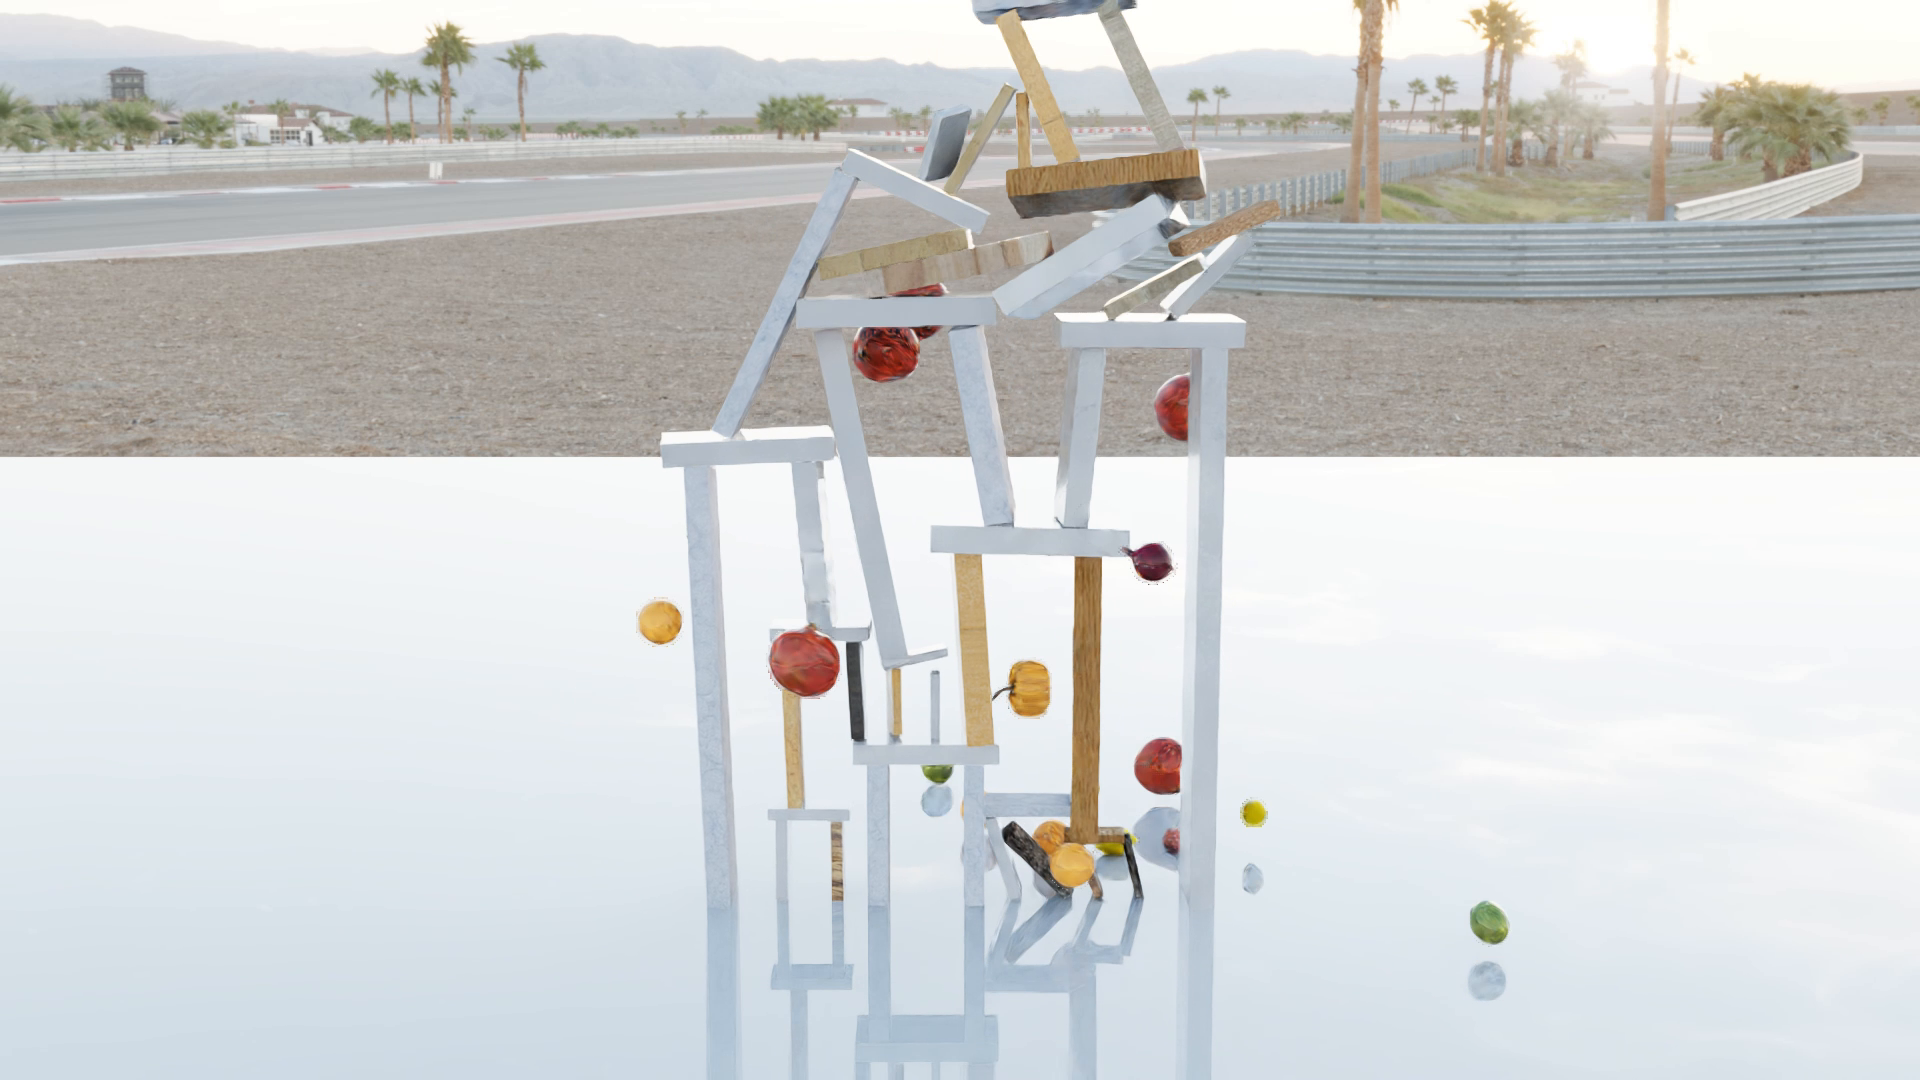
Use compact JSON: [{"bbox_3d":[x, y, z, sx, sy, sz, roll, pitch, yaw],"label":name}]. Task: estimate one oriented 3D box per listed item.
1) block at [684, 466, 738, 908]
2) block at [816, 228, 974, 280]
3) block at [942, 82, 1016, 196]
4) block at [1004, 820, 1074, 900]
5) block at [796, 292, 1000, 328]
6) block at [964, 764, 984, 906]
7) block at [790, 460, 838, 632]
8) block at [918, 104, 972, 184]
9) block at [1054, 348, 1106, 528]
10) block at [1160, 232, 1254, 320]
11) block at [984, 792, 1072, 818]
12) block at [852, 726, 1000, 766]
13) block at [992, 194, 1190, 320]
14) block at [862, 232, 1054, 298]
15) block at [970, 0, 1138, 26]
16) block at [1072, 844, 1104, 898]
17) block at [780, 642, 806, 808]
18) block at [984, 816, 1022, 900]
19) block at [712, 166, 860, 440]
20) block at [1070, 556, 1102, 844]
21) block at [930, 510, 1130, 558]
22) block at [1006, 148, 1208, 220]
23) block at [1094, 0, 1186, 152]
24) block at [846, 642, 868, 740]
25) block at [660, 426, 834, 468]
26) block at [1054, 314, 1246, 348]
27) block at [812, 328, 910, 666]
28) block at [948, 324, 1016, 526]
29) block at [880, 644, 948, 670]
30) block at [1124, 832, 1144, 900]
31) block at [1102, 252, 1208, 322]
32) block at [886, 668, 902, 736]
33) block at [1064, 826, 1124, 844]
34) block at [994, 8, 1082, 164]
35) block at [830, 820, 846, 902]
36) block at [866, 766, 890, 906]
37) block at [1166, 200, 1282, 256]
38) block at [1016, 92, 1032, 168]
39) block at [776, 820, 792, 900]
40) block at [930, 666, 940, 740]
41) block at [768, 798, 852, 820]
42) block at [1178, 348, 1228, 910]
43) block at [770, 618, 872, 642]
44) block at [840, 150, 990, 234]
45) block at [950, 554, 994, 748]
[{"bbox_3d":[-0.407,0.231,3.601,0.039,0.729,0.136,-2,10,-1],"label":"block"},{"bbox_3d":[-0.101,-0.454,3.478,0.237,0.034,0.118,-11,8,6],"label":"block"},{"bbox_3d":[0.031,-0.623,3.425,0.018,0.191,0.062,31,11,0],"label":"block"},{"bbox_3d":[0.131,0.533,3.664,0.142,0.020,0.071,45,9,-6],"label":"block"},{"bbox_3d":[-0.095,-0.366,3.501,0.311,0.044,0.156,-1,8,4],"label":"block"},{"bbox_3d":[0.023,0.472,3.647,0.034,0.238,0.119,0,10,0],"label":"block"},{"bbox_3d":[-0.235,0.002,3.574,0.039,0.273,0.136,-5,8,2],"label":"block"},{"bbox_3d":[-0.023,-0.615,3.410,0.062,0.124,0.018,-23,56,-35],"label":"block"},{"bbox_3d":[0.191,-0.173,3.524,0.041,0.286,0.143,4,10,-5],"label":"block"},{"bbox_3d":[0.388,-0.419,3.472,0.024,0.167,0.083,44,5,-10],"label":"block"},{"bbox_3d":[0.112,0.439,3.649,0.142,0.020,0.071,1,10,2],"label":"block"},{"bbox_3d":[-0.055,0.338,3.624,0.239,0.034,0.119,0,10,0],"label":"block"},{"bbox_3d":[0.205,-0.438,3.424,0.295,0.042,0.148,-30,-7,18],"label":"block"},{"bbox_3d":[-0.002,-0.435,3.471,0.295,0.042,0.148,-12,8,2],"label":"block"},{"bbox_3d":[0.148,-0.838,3.409,0.247,0.035,0.123,-4,3,9],"label":"block"},{"bbox_3d":[0.212,0.543,3.657,0.014,0.099,0.050,-23,9,6],"label":"block"},{"bbox_3d":[-0.276,0.297,3.628,0.023,0.278,0.081,-2,8,1],"label":"block"},{"bbox_3d":[0.071,0.520,3.659,0.020,0.142,0.071,-17,10,4],"label":"block"},{"bbox_3d":[-0.276,-0.378,3.502,0.034,0.458,0.118,26,10,-3],"label":"block"},{"bbox_3d":[0.207,0.247,3.609,0.045,0.475,0.158,1,10,3],"label":"block"},{"bbox_3d":[0.111,-0.011,3.559,0.316,0.045,0.158,1,10,0],"label":"block"},{"bbox_3d":[0.229,-0.551,3.409,0.295,0.042,0.148,-5,-6,10],"label":"block"},{"bbox_3d":[0.281,-0.708,3.398,0.035,0.247,0.123,-25,0,9],"label":"block"},{"bbox_3d":[-0.170,0.240,3.613,0.023,0.161,0.081,-3,8,2],"label":"block"},{"bbox_3d":[-0.343,-0.151,3.543,0.273,0.039,0.136,-3,10,-7],"label":"block"},{"bbox_3d":[0.297,-0.332,3.482,0.286,0.041,0.143,0,11,-3],"label":"block"},{"bbox_3d":[-0.163,-0.075,3.585,0.044,0.548,0.156,-12,6,-4],"label":"block"},{"bbox_3d":[0.037,-0.189,3.523,0.044,0.311,0.156,-10,9,6],"label":"block"},{"bbox_3d":[-0.076,0.193,3.624,0.109,0.015,0.054,-12,6,-7],"label":"block"},{"bbox_3d":[0.287,0.542,3.656,0.014,0.099,0.049,-13,10,3],"label":"block"},{"bbox_3d":[0.304,-0.395,3.426,0.167,0.024,0.083,-27,7,15],"label":"block"},{"bbox_3d":[-0.109,0.263,3.622,0.015,0.109,0.054,-2,4,-13],"label":"block"},{"bbox_3d":[0.223,0.489,3.645,0.099,0.014,0.049,0,10,3],"label":"block"},{"bbox_3d":[0.124,-0.696,3.424,0.035,0.247,0.123,-24,1,7],"label":"block"},{"bbox_3d":[-0.202,0.524,3.654,0.019,0.136,0.068,0,11,0],"label":"block"},{"bbox_3d":[-0.135,0.472,3.647,0.034,0.238,0.119,0,10,0],"label":"block"},{"bbox_3d":[0.413,-0.487,3.437,0.167,0.024,0.083,-24,10,-5],"label":"block"},{"bbox_3d":[0.100,-0.632,3.425,0.018,0.124,0.062,-2,5,5],"label":"block"},{"bbox_3d":[-0.293,0.522,3.656,0.019,0.136,0.068,0,9,1],"label":"block"},{"bbox_3d":[-0.041,0.267,3.614,0.015,0.109,0.054,0,10,0],"label":"block"},{"bbox_3d":[-0.248,0.446,3.643,0.136,0.019,0.068,0,9,1],"label":"block"},{"bbox_3d":[0.395,0.139,3.580,0.041,0.919,0.143,0,11,-2],"label":"block"},{"bbox_3d":[-0.228,0.148,3.604,0.161,0.023,0.081,0,8,1],"label":"block"},{"bbox_3d":[-0.068,-0.548,3.457,0.237,0.034,0.118,25,10,-2],"label":"block"},{"bbox_3d":[0.019,0.164,3.599,0.045,0.316,0.158,-4,10,-3],"label":"block"}]
